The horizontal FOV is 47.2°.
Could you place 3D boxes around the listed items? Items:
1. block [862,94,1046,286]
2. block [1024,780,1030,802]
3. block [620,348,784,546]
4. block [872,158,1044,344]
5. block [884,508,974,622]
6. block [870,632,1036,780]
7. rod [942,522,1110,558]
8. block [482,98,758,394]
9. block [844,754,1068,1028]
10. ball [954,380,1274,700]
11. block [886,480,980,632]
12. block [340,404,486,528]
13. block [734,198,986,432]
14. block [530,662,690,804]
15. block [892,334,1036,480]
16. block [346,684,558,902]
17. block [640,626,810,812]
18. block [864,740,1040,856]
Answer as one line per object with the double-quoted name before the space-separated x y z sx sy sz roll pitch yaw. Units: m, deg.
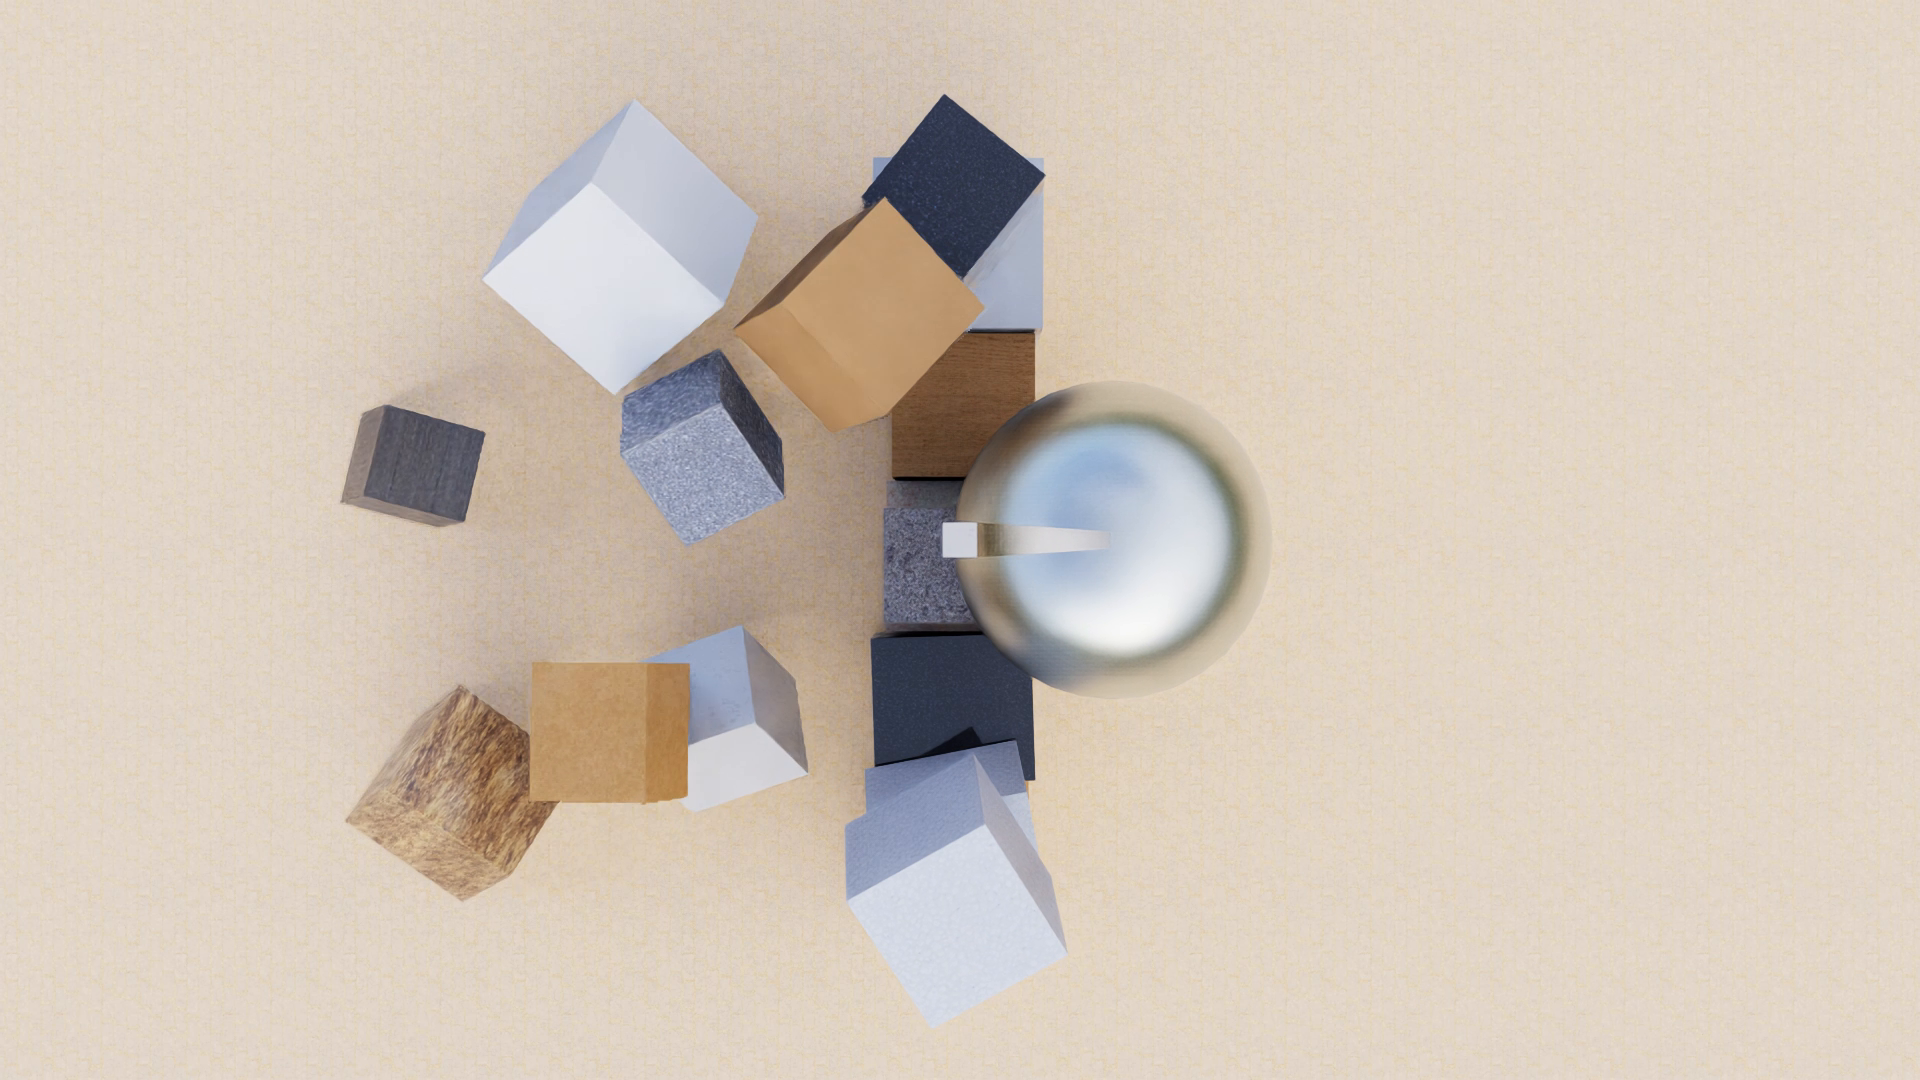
"block" -0.033 -1.810 11.585 0.668 0.682 0.679 39 90 0
"block" -0.019 1.714 12.646 0.820 0.709 0.735 -1 90 0
"block" -1.407 -0.508 12.043 0.619 0.621 0.682 -26 122 10
"block" -0.010 -1.612 12.463 0.926 1.074 0.924 0 90 0
"block" -0.045 0.135 11.994 0.721 0.641 0.607 0 90 0
"block" -0.038 0.935 12.562 0.885 0.875 0.812 -2 90 0
"rod" 0.330 0.000 7.636 0.080 5.200 0.080 0 90 7
"block" -1.865 -1.627 12.211 0.921 0.972 0.961 -34 116 29
"block" -0.034 1.749 11.049 0.772 0.864 0.817 -30 107 6
"ball" 0.761 0.000 11.009 1.600 1.600 1.600 0 90 0
"block" -0.003 0.090 12.657 0.817 0.686 0.842 0 90 0
"block" -3.123 -0.415 12.549 0.586 0.521 0.531 16 79 -28
"block" -0.528 -1.140 11.326 0.757 0.823 0.786 46 71 -13
"block" -1.869 1.021 11.781 0.648 0.618 0.729 0 87 14
"block" 0.019 -0.743 12.559 0.790 0.882 0.791 0 90 0
"block" -2.803 1.437 12.365 0.819 0.859 0.720 38 57 -13
"block" -1.376 1.022 12.458 0.735 0.724 0.630 -20 56 12
"block" -0.016 1.652 11.838 0.846 0.696 0.797 -11 108 0
